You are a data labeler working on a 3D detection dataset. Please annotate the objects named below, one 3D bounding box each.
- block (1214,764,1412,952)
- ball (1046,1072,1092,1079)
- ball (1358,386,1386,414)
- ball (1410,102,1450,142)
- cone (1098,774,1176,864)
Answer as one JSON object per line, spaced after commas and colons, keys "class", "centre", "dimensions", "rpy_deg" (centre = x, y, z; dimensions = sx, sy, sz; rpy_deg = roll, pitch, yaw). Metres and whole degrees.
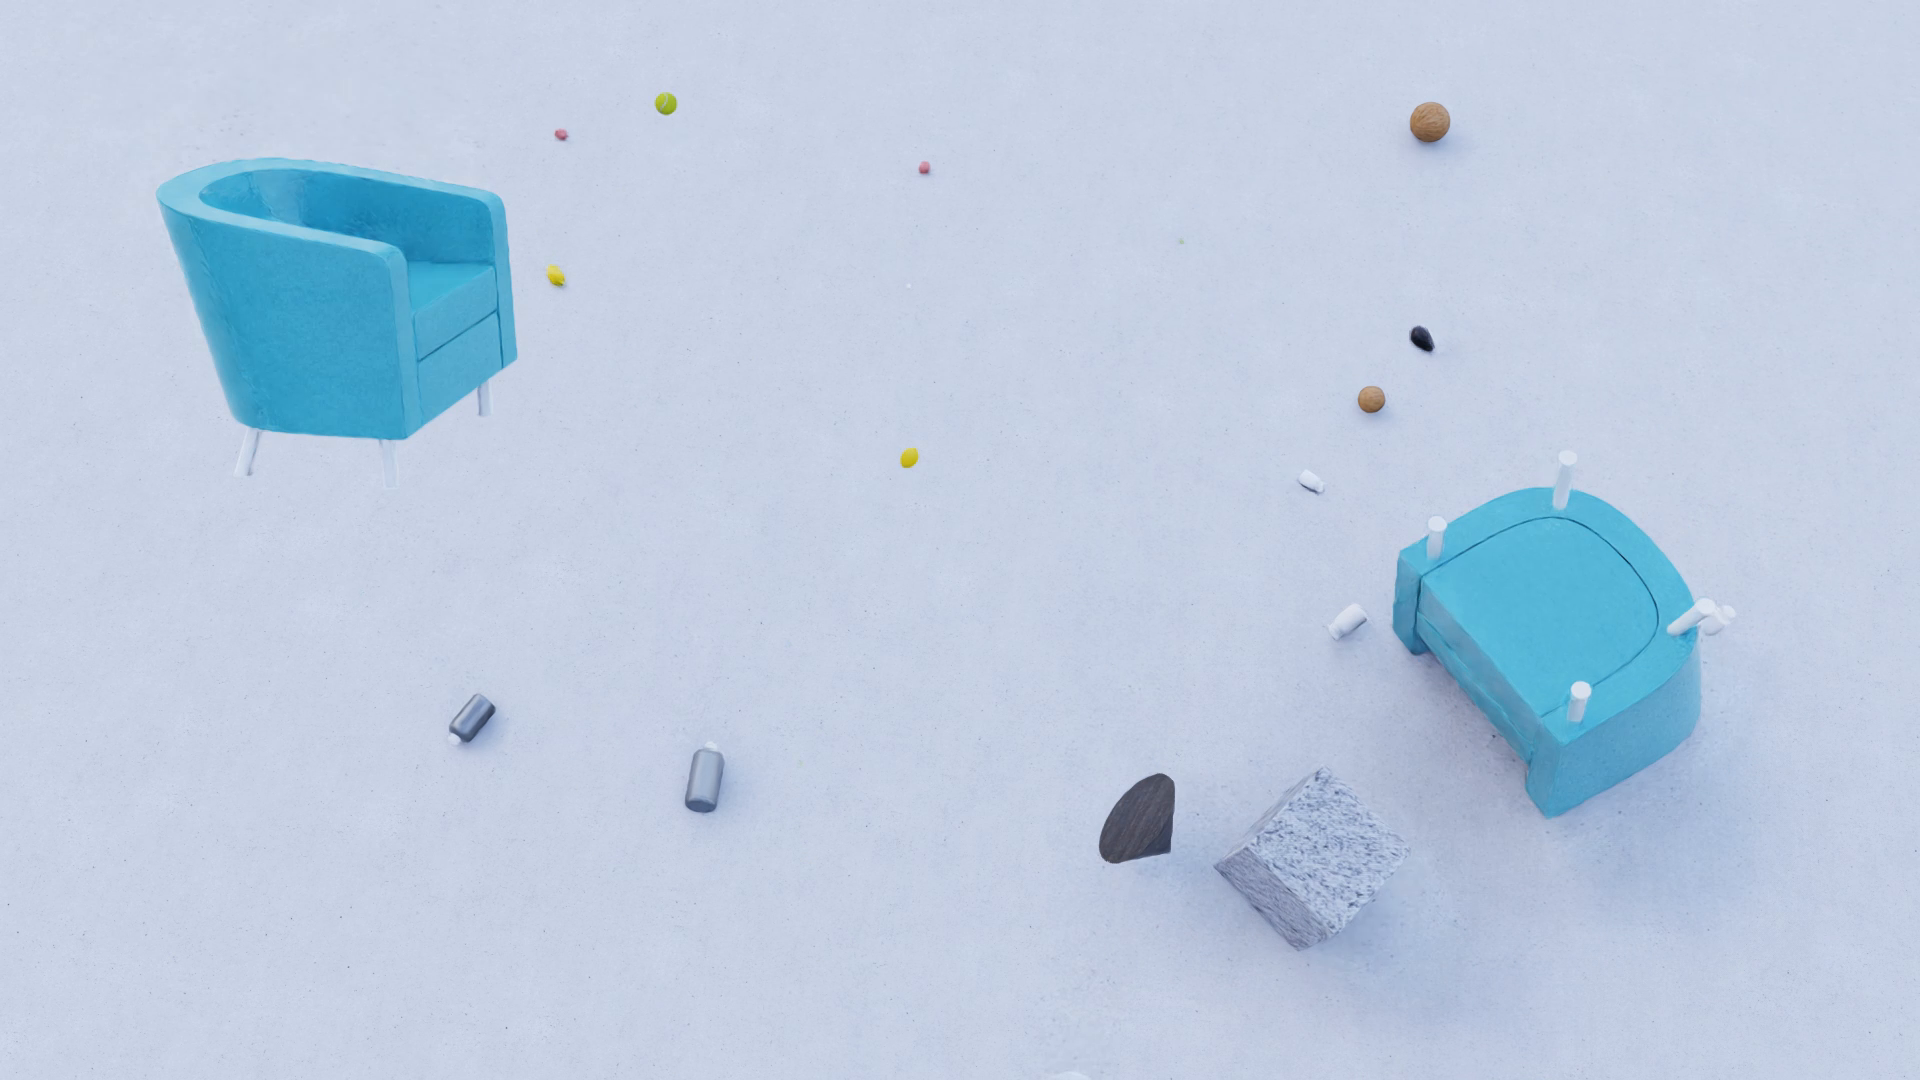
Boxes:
{"class": "block", "centre": [0.920, 0.836, 5.759], "dimensions": [0.314, 0.311, 0.310], "rpy_deg": [45, 70, 6]}
{"class": "ball", "centre": [0.274, 1.422, 5.494], "dimensions": [0.185, 0.185, 0.185], "rpy_deg": [0, 56, 0]}
{"class": "ball", "centre": [1.275, -0.436, 6.815], "dimensions": [0.085, 0.085, 0.085], "rpy_deg": [0, 56, 0]}
{"class": "ball", "centre": [1.591, -1.414, 7.441], "dimensions": [0.136, 0.136, 0.136], "rpy_deg": [0, 56, 0]}
{"class": "cone", "centre": [0.516, 0.787, 5.851], "dimensions": [0.226, 0.156, 0.291], "rpy_deg": [-4, 46, 51]}
